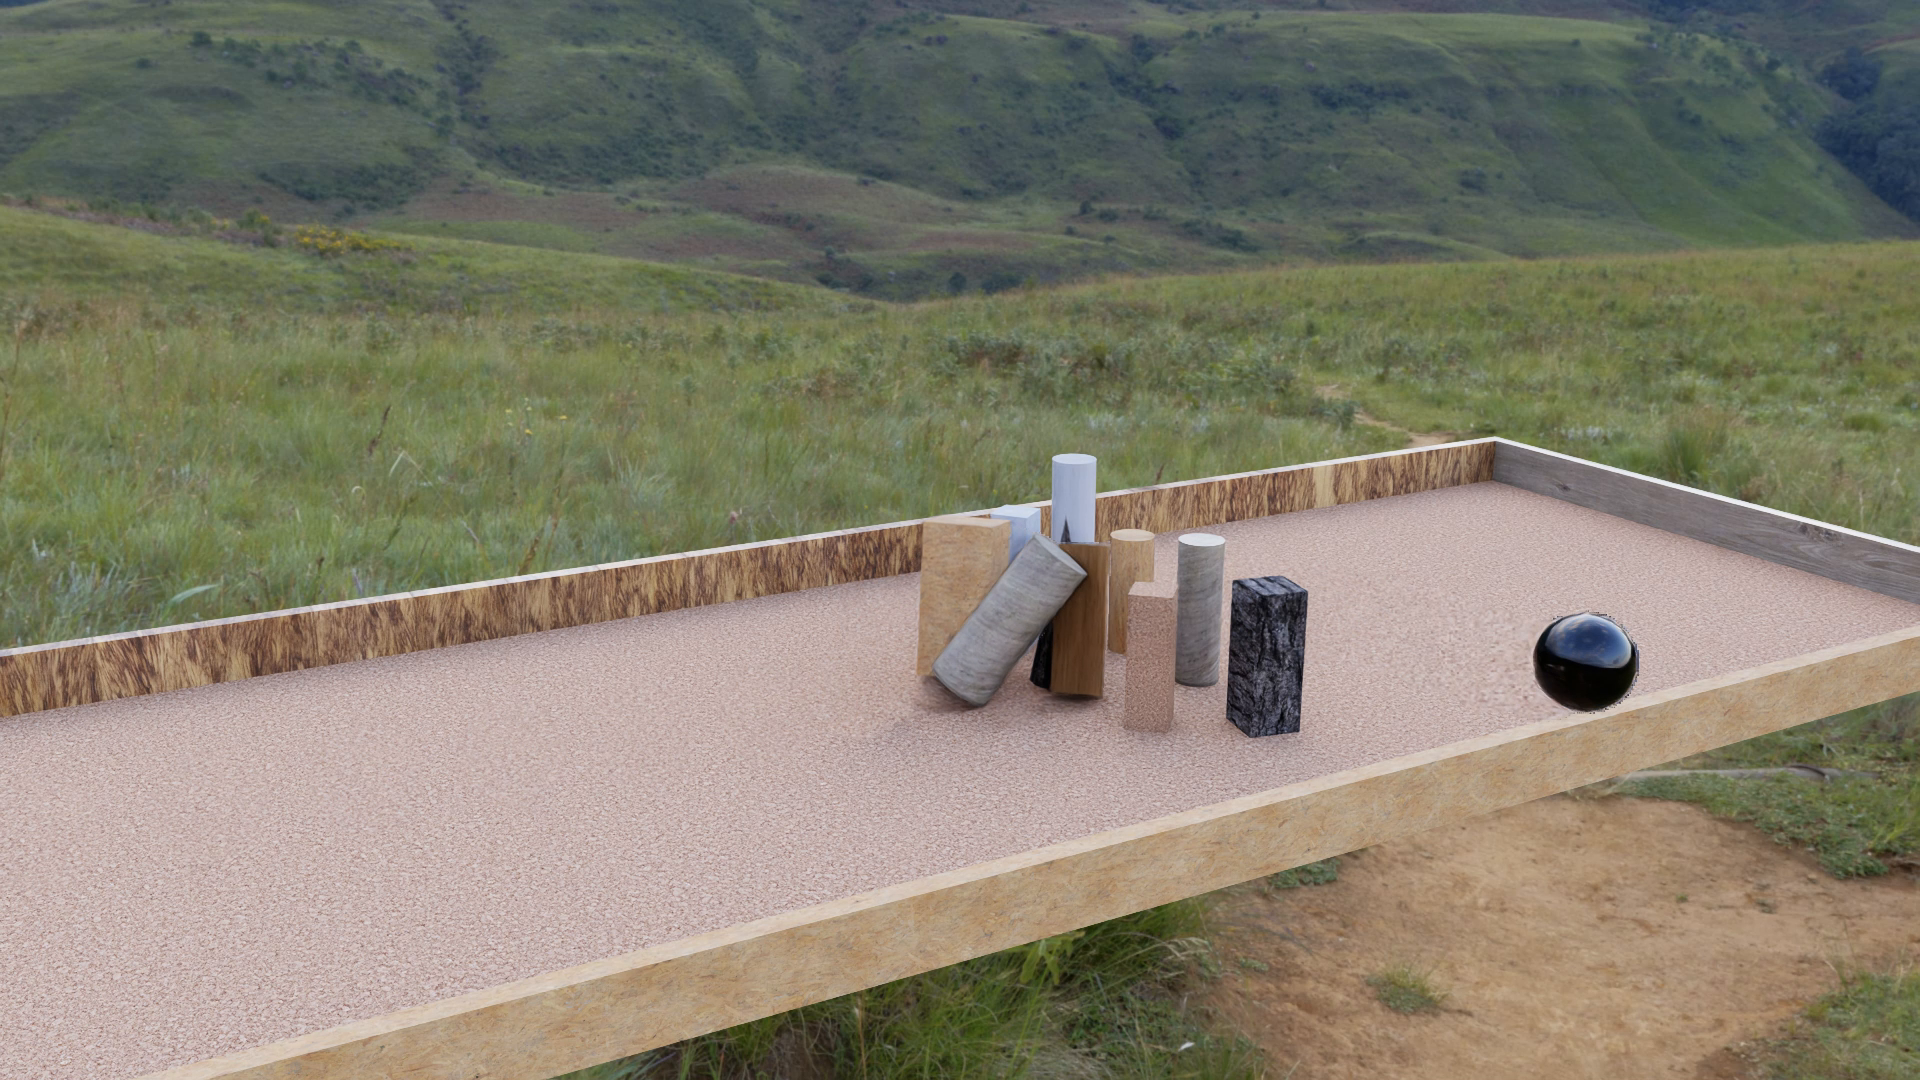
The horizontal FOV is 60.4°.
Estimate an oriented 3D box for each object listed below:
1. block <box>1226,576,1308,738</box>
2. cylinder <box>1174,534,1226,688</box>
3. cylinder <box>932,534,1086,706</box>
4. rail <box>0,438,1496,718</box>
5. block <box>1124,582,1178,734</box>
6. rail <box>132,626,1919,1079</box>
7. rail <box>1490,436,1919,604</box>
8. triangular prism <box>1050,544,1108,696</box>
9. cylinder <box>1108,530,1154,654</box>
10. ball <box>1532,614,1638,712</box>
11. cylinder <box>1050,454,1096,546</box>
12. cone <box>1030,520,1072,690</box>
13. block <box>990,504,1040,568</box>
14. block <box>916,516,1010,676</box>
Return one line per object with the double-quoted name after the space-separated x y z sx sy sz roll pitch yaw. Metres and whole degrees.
0.711 0.269 3.829 0.127 0.344 0.127 -5 17 -17 "block"
0.595 0.175 4.109 0.114 0.367 0.114 0 16 0 "cylinder"
0.117 0.193 3.953 0.158 0.407 0.158 36 10 -7 "cylinder"
-3.305 0.497 3.399 12.000 0.150 0.050 -9 18 -27 "rail"
0.445 0.273 3.838 0.101 0.332 0.101 4 17 14 "block"
-2.336 1.006 1.665 12.000 0.150 0.050 -9 18 -27 "rail"
2.466 -0.048 5.253 0.050 0.150 2.100 -9 18 -27 "rail"
0.314 0.192 4.034 0.134 0.360 0.116 3 1 28 "triangular prism"
0.450 0.136 4.341 0.115 0.310 0.115 0 16 0 "cylinder"
1.329 0.261 3.511 0.210 0.210 0.210 0 16 0 "ball"
0.315 -0.011 4.607 0.122 0.443 0.122 0 16 0 "cylinder"
0.261 0.145 4.103 0.169 0.427 0.169 0 16 0 "cone"
0.147 0.097 4.383 0.101 0.361 0.101 7 18 23 "block"
0.010 0.143 4.146 0.176 0.383 0.176 5 7 16 "block"
